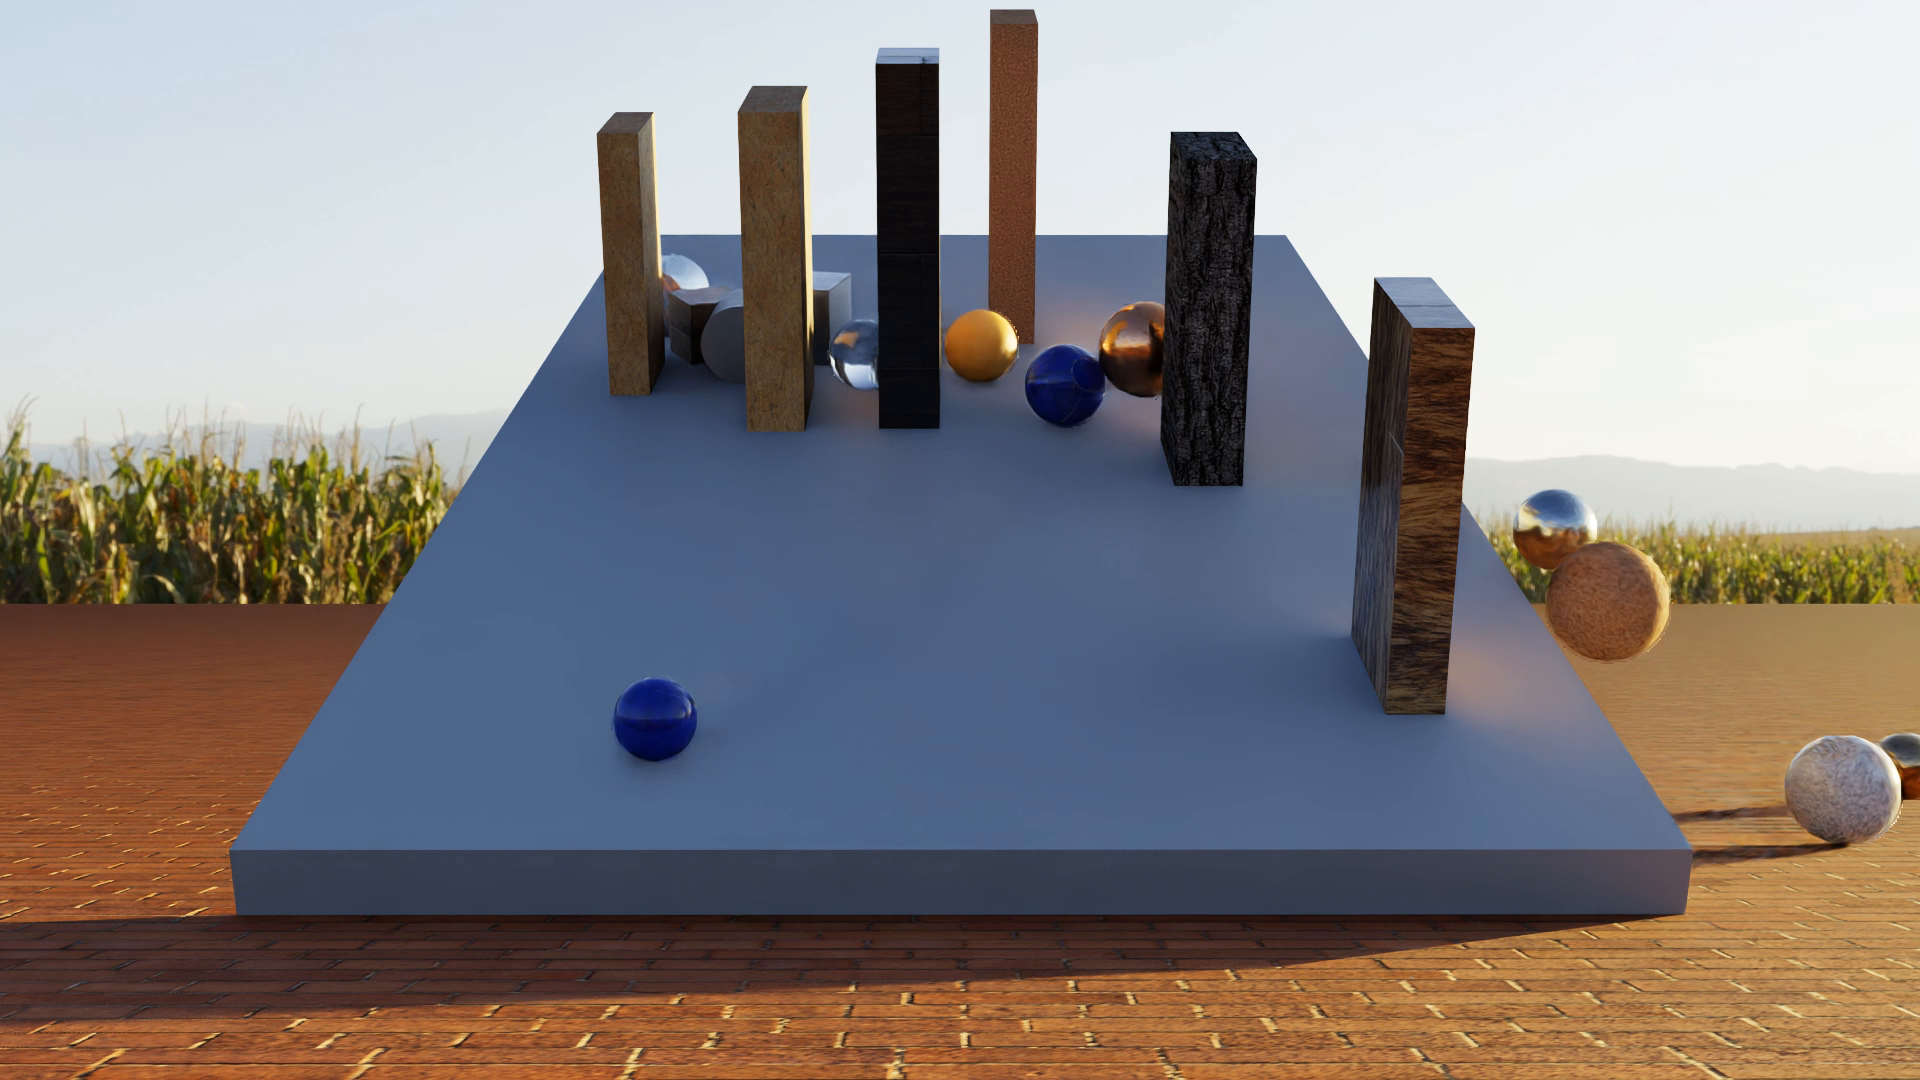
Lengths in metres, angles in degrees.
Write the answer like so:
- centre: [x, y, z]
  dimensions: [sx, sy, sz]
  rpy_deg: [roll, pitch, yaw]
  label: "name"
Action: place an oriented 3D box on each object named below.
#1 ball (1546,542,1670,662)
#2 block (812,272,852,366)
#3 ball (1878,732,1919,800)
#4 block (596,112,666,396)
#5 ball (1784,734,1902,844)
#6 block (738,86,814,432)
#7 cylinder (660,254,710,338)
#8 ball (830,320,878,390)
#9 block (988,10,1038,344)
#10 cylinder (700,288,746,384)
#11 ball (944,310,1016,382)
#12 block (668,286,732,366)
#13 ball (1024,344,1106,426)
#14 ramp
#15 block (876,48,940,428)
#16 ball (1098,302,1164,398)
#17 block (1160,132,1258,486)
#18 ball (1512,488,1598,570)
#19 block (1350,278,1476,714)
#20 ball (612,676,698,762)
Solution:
- centre: [1.127, 0.107, 3.936]
  dimensions: [0.208, 0.208, 0.208]
  rpy_deg: [0, -1, 0]
  label: "ball"
- centre: [-0.379, -0.543, 5.509]
  dimensions: [0.186, 0.186, 0.186]
  rpy_deg: [5, 20, 13]
  label: "block"
- centre: [2.047, 0.490, 4.895]
  dimensions: [0.145, 0.145, 0.145]
  rpy_deg: [0, -1, 0]
  label: "ball"
- centre: [-0.758, -0.665, 5.234]
  dimensions: [0.091, 0.600, 0.298]
  rpy_deg: [0, 20, 0]
  label: "block"
- centre: [1.567, 0.442, 4.017]
  dimensions: [0.195, 0.195, 0.195]
  rpy_deg: [0, -1, 0]
  label: "ball"
- centre: [-0.401, -0.625, 4.989]
  dimensions: [0.125, 0.692, 0.375]
  rpy_deg: [0, 20, 0]
  label: "block"
- centre: [-0.747, -0.616, 5.723]
  dimensions: [0.178, 0.178, 0.178]
  rpy_deg: [0, 19, 13]
  label: "cylinder"
- centre: [-0.220, -0.428, 5.224]
  dimensions: [0.162, 0.162, 0.162]
  rpy_deg: [0, -1, 0]
  label: "ball"
- centre: [0.130, -0.909, 5.648]
  dimensions: [0.110, 0.782, 0.306]
  rpy_deg: [0, 20, 0]
  label: "block"
- centre: [-0.508, -0.482, 5.340]
  dimensions: [0.186, 0.186, 0.186]
  rpy_deg: [0, 20, 1]
  label: "cylinder"
- centre: [0.048, -0.453, 5.285]
  dimensions: [0.170, 0.170, 0.170]
  rpy_deg: [0, -1, 0]
  label: "ball"
- centre: [-0.612, -0.523, 5.508]
  dimensions: [0.149, 0.149, 0.149]
  rpy_deg: [-9, 22, -25]
  label: "block"
- centre: [0.230, -0.340, 4.958]
  dimensions: [0.178, 0.178, 0.178]
  rpy_deg: [0, -1, 0]
  label: "ball"
- centre: [-0.005, -0.204, 4.989]
  dimensions: [2.000, 0.100, 4.000]
  rpy_deg: [0, 20, 0]
  label: "ramp"
- centre: [-0.111, -0.657, 4.935]
  dimensions: [0.132, 0.789, 0.251]
  rpy_deg: [0, 20, 0]
  label: "block"
- centre: [0.403, -0.414, 4.915]
  dimensions: [0.208, 0.208, 0.208]
  rpy_deg: [0, -1, 0]
  label: "ball"
- centre: [0.503, -0.475, 4.617]
  dimensions: [0.139, 0.663, 0.320]
  rpy_deg: [0, 20, 0]
  label: "block"
- centre: [1.230, -0.022, 4.680]
  dimensions: [0.170, 0.170, 0.170]
  rpy_deg: [0, -1, 0]
  label: "ball"
- centre: [0.707, -0.074, 3.565]
  dimensions: [0.091, 0.618, 0.325]
  rpy_deg: [0, 20, 0]
  label: "block"
- centre: [-0.451, 0.265, 3.345]
  dimensions: [0.124, 0.124, 0.124]
  rpy_deg: [0, -1, 0]
  label: "ball"
